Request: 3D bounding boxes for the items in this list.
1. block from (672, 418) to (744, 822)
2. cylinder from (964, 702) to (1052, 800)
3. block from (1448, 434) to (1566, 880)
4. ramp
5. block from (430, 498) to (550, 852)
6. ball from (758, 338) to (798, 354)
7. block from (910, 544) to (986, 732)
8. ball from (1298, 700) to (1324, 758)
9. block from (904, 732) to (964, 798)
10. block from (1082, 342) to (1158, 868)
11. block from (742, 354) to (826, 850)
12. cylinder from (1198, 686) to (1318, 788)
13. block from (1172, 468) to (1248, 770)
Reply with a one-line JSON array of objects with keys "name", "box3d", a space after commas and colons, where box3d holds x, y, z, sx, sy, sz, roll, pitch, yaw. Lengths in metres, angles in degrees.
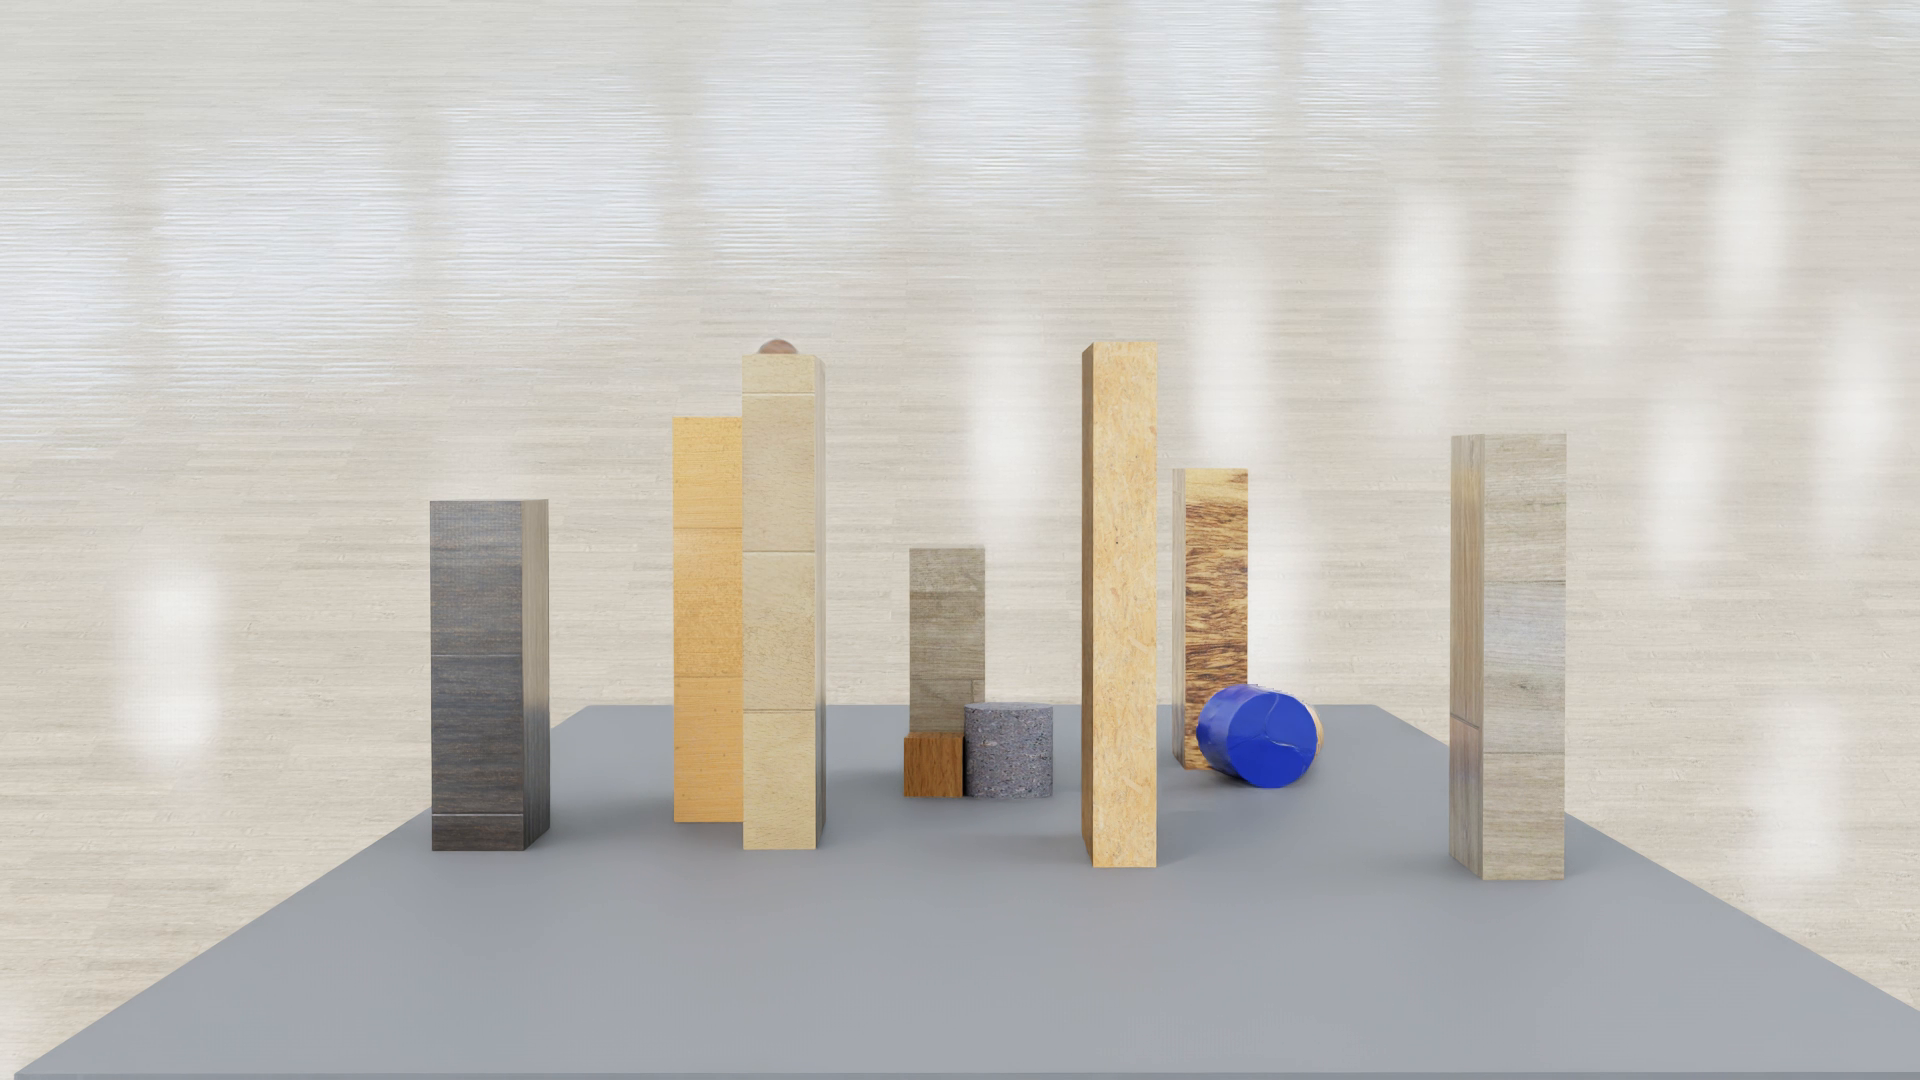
[{"name": "block", "box3d": [-0.419, 0.131, 4.529, 0.134, 0.688, 0.315, 0, 2, 0]}, {"name": "cylinder", "box3d": [0.090, 0.387, 4.757, 0.163, 0.163, 0.163, 0, 2, 0]}, {"name": "block", "box3d": [0.822, 0.167, 3.882, 0.119, 0.650, 0.259, 0, 2, 0]}, {"name": "ramp", "box3d": [0.058, 0.524, 4.562, 2.000, 0.100, 4.000, 0, 2, 0]}, {"name": "block", "box3d": [-0.758, 0.210, 4.175, 0.144, 0.550, 0.266, 0, 2, 0]}, {"name": "ball", "box3d": [-0.619, -0.609, 8.759, 0.150, 0.150, 0.150, 0, 25, 0]}, {"name": "block", "box3d": [-0.024, 0.238, 4.952, 0.141, 0.451, 0.259, 0, 2, 0]}, {"name": "ball", "box3d": [0.648, 0.387, 5.115, 0.143, 0.143, 0.143, 0, 25, 0]}, {"name": "block", "box3d": [-0.045, 0.415, 4.769, 0.107, 0.107, 0.107, 0, 2, 4]}, {"name": "block", "box3d": [0.248, 0.093, 4.054, 0.095, 0.790, 0.361, 0, 2, 0]}, {"name": "block", "box3d": [-0.285, 0.094, 4.225, 0.114, 0.779, 0.339, 0, 2, 0]}, {"name": "cylinder", "box3d": [0.567, 0.374, 4.931, 0.180, 0.180, 0.180, -6, 3, -13]}, {"name": "block", "box3d": [0.510, 0.154, 5.281, 0.124, 0.601, 0.317, 0, 2, 0]}]
